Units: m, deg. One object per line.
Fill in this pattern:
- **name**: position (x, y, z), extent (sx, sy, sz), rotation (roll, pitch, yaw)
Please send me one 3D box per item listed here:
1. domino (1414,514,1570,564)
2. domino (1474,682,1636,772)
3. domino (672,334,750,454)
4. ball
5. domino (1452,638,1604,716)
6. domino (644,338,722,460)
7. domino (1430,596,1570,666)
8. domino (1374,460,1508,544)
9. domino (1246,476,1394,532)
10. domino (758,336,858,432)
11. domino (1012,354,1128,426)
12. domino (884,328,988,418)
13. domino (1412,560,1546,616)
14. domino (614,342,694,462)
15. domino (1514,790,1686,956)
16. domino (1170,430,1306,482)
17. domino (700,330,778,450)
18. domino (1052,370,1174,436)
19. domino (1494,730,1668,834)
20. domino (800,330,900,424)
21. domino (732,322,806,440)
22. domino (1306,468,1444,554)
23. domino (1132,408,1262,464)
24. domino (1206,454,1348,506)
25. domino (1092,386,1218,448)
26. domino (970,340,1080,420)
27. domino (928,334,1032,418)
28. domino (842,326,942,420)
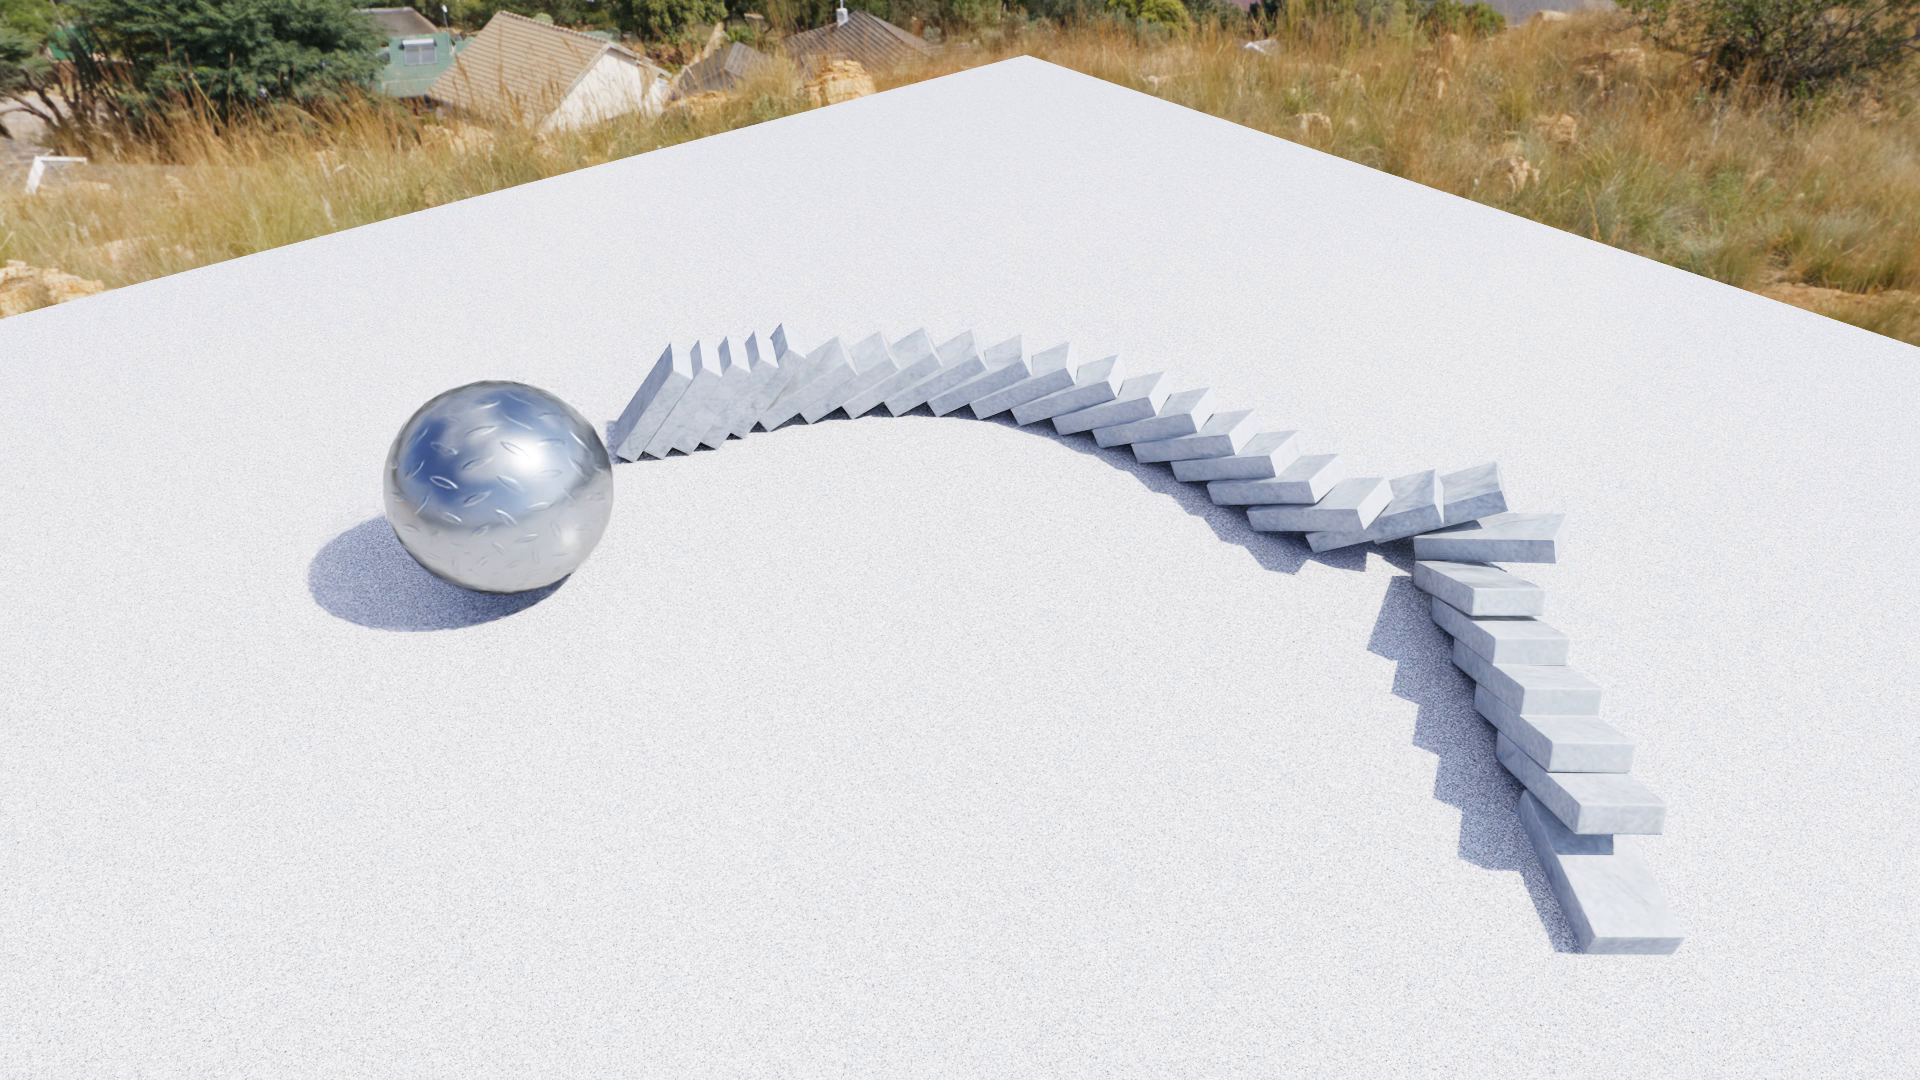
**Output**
- **domino**: position (0.206, -0.001, 0.428), extent (0.050, 0.010, 0.025), rotation (1, 25, 40)
- **domino**: position (0.190, 0.059, 0.354), extent (0.025, 0.010, 0.050), rotation (1, 14, 0)
- **domino**: position (-0.113, -0.065, 0.495), extent (0.010, 0.050, 0.025), rotation (26, 26, -33)
- **ball**: position (-0.171, -0.020, 0.412), extent (0.080, 0.080, 0.080), rotation (0, 39, 0)
- **domino**: position (0.190, 0.045, 0.371), extent (0.025, 0.010, 0.050), rotation (1, 14, 0)
- **domino**: position (-0.125, -0.063, 0.493), extent (0.009, 0.050, 0.025), rotation (26, 26, -33)
- **domino**: position (0.190, 0.031, 0.389), extent (0.025, 0.009, 0.050), rotation (0, 14, 0)
- **domino**: position (0.190, -0.015, 0.440), extent (0.050, 0.010, 0.025), rotation (-17, 23, 30)
- **domino**: position (0.144, -0.014, 0.441), extent (0.025, 0.010, 0.050), rotation (-38, 23, -32)
- **domino**: position (-0.073, -0.073, 0.515), extent (0.050, 0.009, 0.025), rotation (-31, 40, 8)
- **domino**: position (0.051, -0.070, 0.510), extent (0.050, 0.010, 0.025), rotation (-13, 31, 31)
- **domino**: position (-0.013, -0.080, 0.523), extent (0.050, 0.009, 0.025), rotation (-25, 38, 13)
- **domino**: position (0.189, 0.017, 0.404), extent (0.025, 0.010, 0.050), rotation (0, 10, 0)
- **domino**: position (-0.137, -0.061, 0.491), extent (0.010, 0.050, 0.025), rotation (26, 26, -33)
- **domino**: position (0.188, 0.097, 0.325), extent (0.025, 0.009, 0.050), rotation (0, 39, 0)
- **domino**: position (0.118, -0.036, 0.469), extent (0.025, 0.009, 0.050), rotation (-36, 22, -35)
- **domino**: position (-0.102, -0.068, 0.498), extent (0.009, 0.050, 0.025), rotation (26, 26, -33)
- **domino**: position (0.069, -0.062, 0.502), extent (0.050, 0.010, 0.025), rotation (-8, 30, 36)
- **domino**: position (0.189, 0.073, 0.338), extent (0.025, 0.010, 0.050), rotation (0, 15, 0)
- **domino**: position (-0.054, -0.077, 0.520), extent (0.050, 0.009, 0.025), rotation (-30, 40, 8)
- **domino**: position (-0.091, -0.073, 0.505), extent (0.010, 0.050, 0.025), rotation (27, 26, -34)
- **domino**: position (0.165, -0.011, 0.438), extent (0.050, 0.009, 0.025), rotation (-16, 29, 33)
- **domino**: position (0.103, -0.045, 0.481), extent (0.050, 0.009, 0.025), rotation (-2, 29, 46)
- **domino**: position (0.130, -0.025, 0.455), extent (0.025, 0.010, 0.050), rotation (-35, 21, -32)
- **domino**: position (0.087, -0.055, 0.493), extent (0.050, 0.010, 0.025), rotation (-6, 29, 40)
- **domino**: position (0.030, -0.075, 0.517), extent (0.050, 0.009, 0.025), rotation (-18, 33, 24)
- **domino**: position (0.009, -0.078, 0.521), extent (0.050, 0.009, 0.025), rotation (-21, 35, 19)
- **domino**: position (-0.034, -0.080, 0.523), extent (0.050, 0.010, 0.025), rotation (-29, 40, 9)
